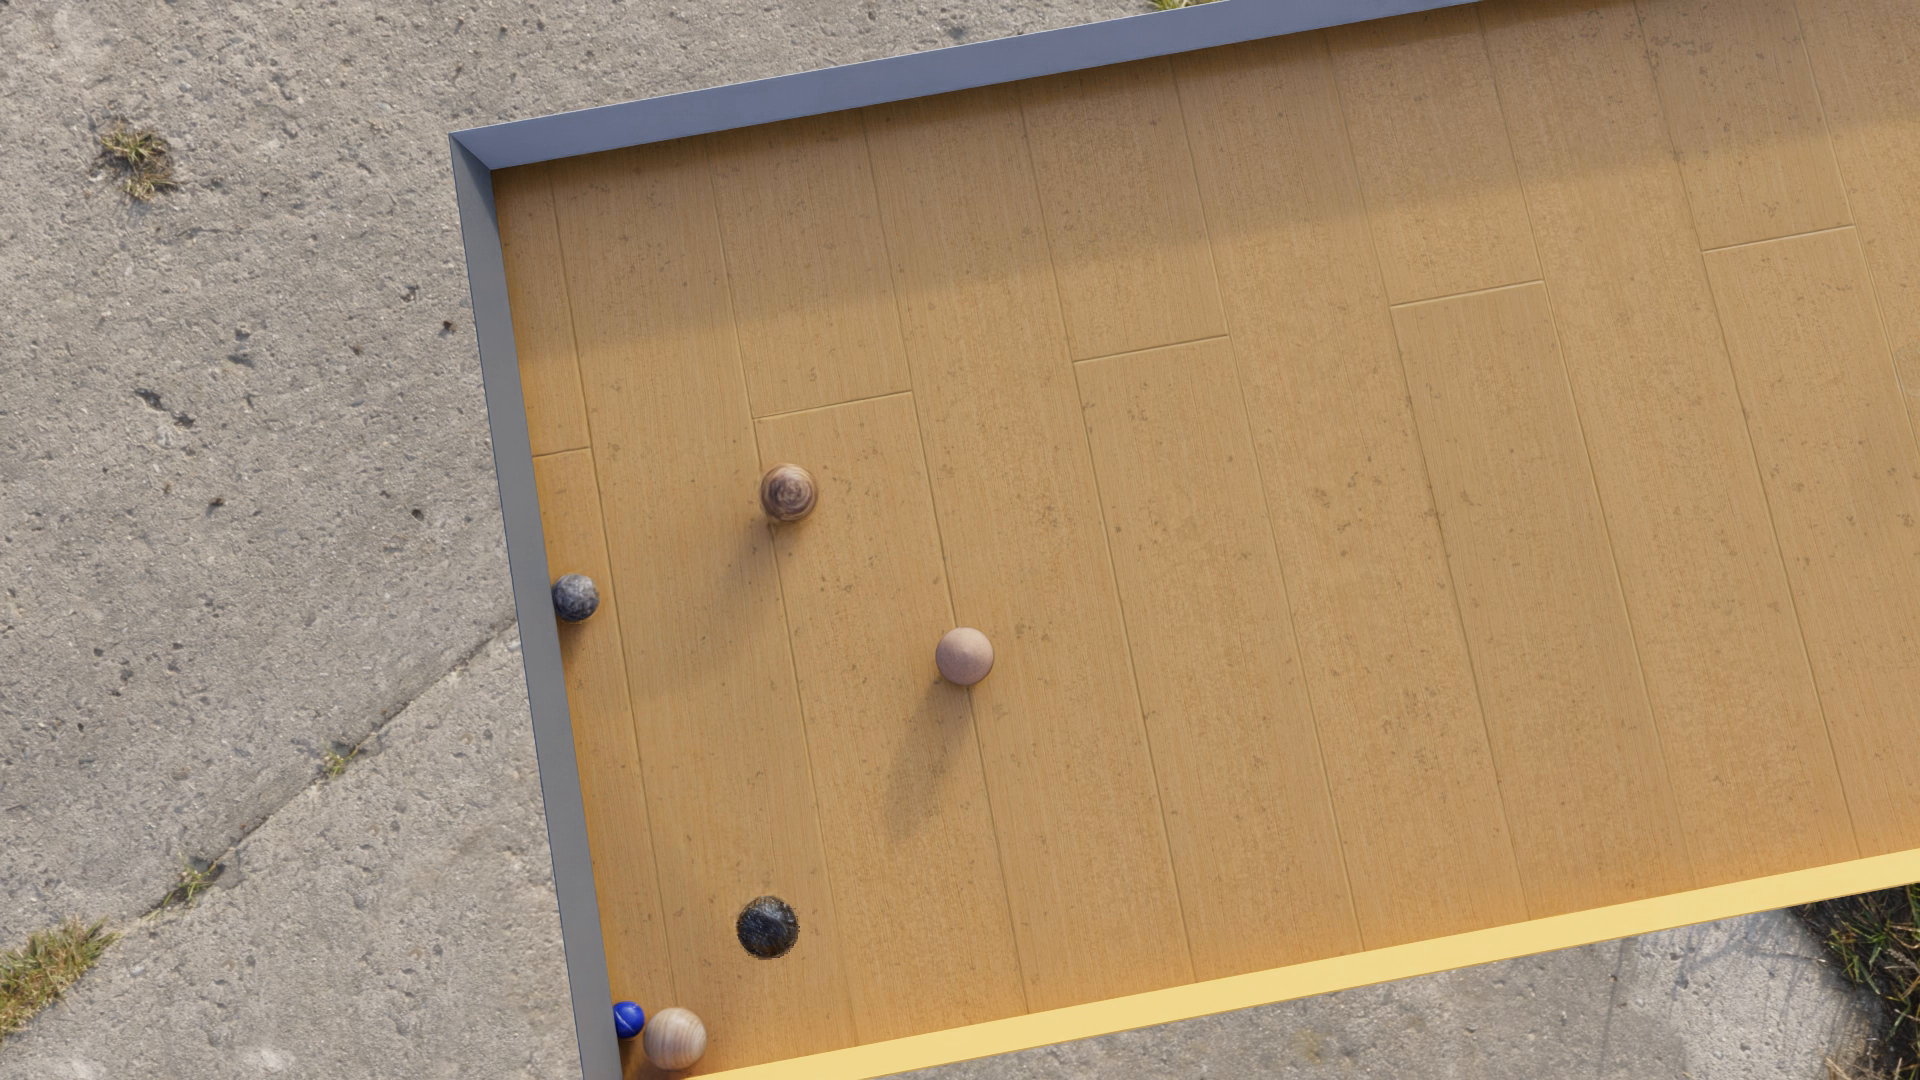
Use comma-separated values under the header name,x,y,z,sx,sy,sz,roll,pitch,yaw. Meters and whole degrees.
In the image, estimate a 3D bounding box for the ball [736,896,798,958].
name,x,y,z,sx,sy,sz,roll,pitch,yaw
ball,-0.279,0.558,3.178,0.088,0.088,0.088,0,78,0

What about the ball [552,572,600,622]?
name,x,y,z,sx,sy,sz,roll,pitch,yaw
ball,-0.575,0.085,3.285,0.072,0.072,0.072,0,78,0

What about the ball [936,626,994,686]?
name,x,y,z,sx,sy,sz,roll,pitch,yaw
ball,0.007,0.172,3.259,0.088,0.088,0.088,0,78,0

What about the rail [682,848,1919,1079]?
name,x,y,z,sx,sy,sz,roll,pitch,yaw
rail,0.776,0.578,3.157,2.628,0.118,0.045,-10,78,-2

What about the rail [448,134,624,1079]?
name,x,y,z,sx,sy,sz,roll,pitch,yaw
rail,-0.623,0.107,3.256,0.045,0.118,1.496,-10,78,-2

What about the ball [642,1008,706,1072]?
name,x,y,z,sx,sy,sz,roll,pitch,yaw
ball,-0.408,0.714,3.144,0.091,0.091,0.091,0,78,0

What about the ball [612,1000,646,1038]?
name,x,y,z,sx,sy,sz,roll,pitch,yaw
ball,-0.481,0.691,3.168,0.054,0.054,0.054,0,78,0

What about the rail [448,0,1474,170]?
name,x,y,z,sx,sy,sz,roll,pitch,yaw
rail,0.516,-0.817,3.450,2.628,0.118,0.045,-10,78,-2

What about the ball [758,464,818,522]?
name,x,y,z,sx,sy,sz,roll,pitch,yaw
ball,-0.259,-0.071,3.309,0.089,0.089,0.089,0,78,0
